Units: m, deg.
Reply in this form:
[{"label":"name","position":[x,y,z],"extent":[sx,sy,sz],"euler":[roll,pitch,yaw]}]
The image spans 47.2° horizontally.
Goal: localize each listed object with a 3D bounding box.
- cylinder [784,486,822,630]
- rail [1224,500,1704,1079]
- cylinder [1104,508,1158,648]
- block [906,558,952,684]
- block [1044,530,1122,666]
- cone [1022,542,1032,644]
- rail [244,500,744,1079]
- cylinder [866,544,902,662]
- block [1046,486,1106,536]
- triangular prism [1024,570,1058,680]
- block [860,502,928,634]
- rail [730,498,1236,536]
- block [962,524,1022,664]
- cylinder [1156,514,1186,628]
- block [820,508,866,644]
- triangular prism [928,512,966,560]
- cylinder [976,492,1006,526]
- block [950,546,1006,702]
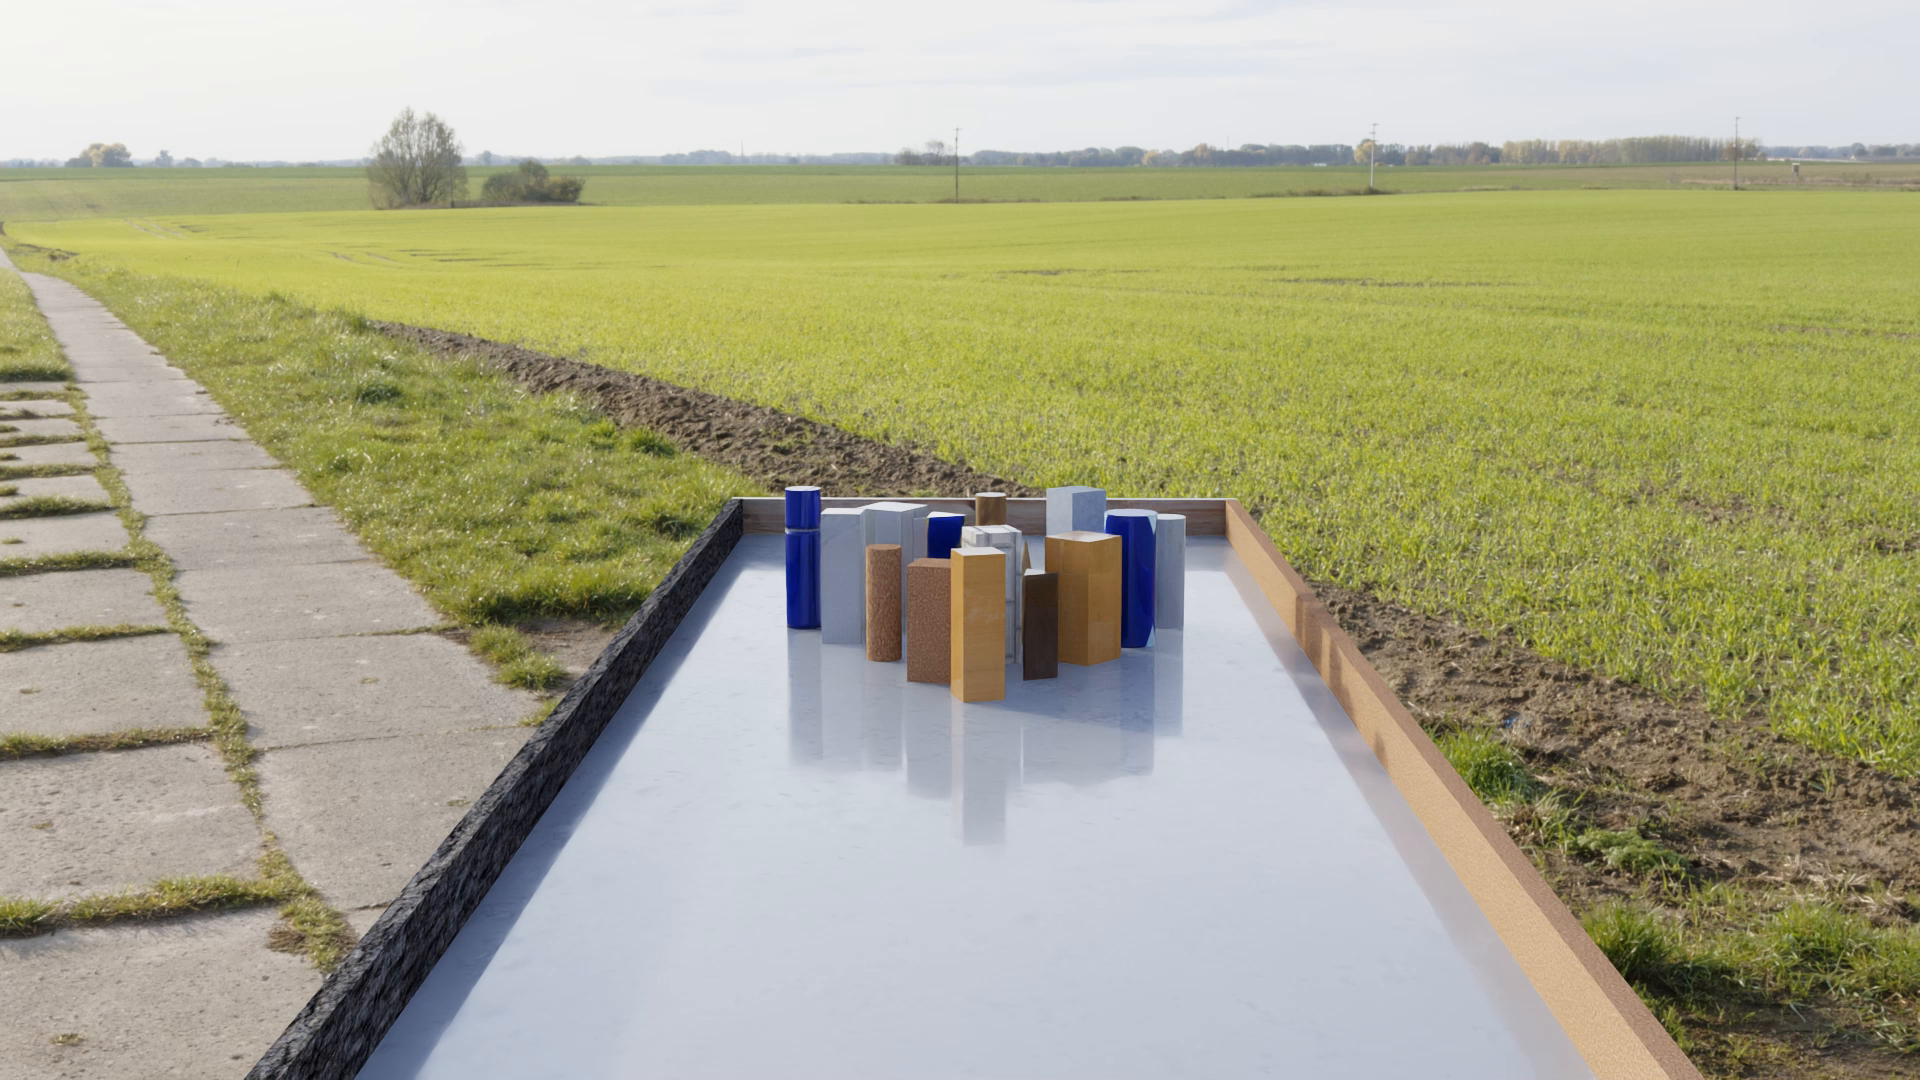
[{"label":"cylinder","position":[-0.511,0.058,7.186],"extent":[0.116,0.456,0.116],"euler":[0,9,0]},{"label":"rail","position":[1.046,0.843,3.208],"extent":[0.050,0.150,12.000],"euler":[0,9,1]},{"label":"cylinder","position":[0.536,0.119,6.927],"extent":[0.165,0.416,0.165],"euler":[0,9,0]},{"label":"block","position":[-0.065,0.236,6.430],"extent":[0.146,0.342,0.146],"euler":[2,9,15]},{"label":"block","position":[0.375,0.175,6.698],"extent":[0.167,0.378,0.167],"euler":[8,12,40]},{"label":"cone","position":[0.208,0.156,6.961],"extent":[0.125,0.334,0.125],"euler":[0,9,0]},{"label":"rail","position":[-1.004,0.839,3.234],"extent":[0.050,0.150,12.000],"euler":[0,9,1]},{"label":"cylinder","position":[-0.232,0.191,6.701],"extent":[0.108,0.345,0.108],"euler":[0,9,0]},{"label":"block","position":[0.379,0.059,7.182],"extent":[0.138,0.455,0.138],"euler":[-6,11,-34]},{"label":"triangular prism","position":[0.218,0.246,6.461],"extent":[0.110,0.312,0.095],"euler":[-4,10,-23]},{"label":"block","position":[-0.220,0.088,7.181],"extent":[0.171,0.399,0.171],"euler":[5,10,29]},{"label":"rail","position":[0.099,-0.098,9.147],"extent":[2.100,0.150,0.050],"euler":[0,9,1]},{"label":"block","position":[0.096,0.167,6.672],"extent":[0.144,0.403,0.144],"euler":[-3,9,-16]},{"label":"cylinder","position":[0.673,0.102,7.215],"extent":[0.130,0.361,0.130],"euler":[0,9,0]},{"label":"block","position":[-0.368,0.114,6.966],"extent":[0.123,0.415,0.123],"euler":[1,9,6]},{"label":"triangular prism","position":[-0.063,0.119,6.962],"extent":[0.128,0.407,0.111],"euler":[-4,10,-22]},{"label":"cylinder","position":[0.101,0.065,7.212],"extent":[0.101,0.433,0.101],"euler":[0,9,0]},{"label":"block","position":[0.051,0.237,6.187],"extent":[0.123,0.416,0.123],"euler":[-3,9,-16]}]
